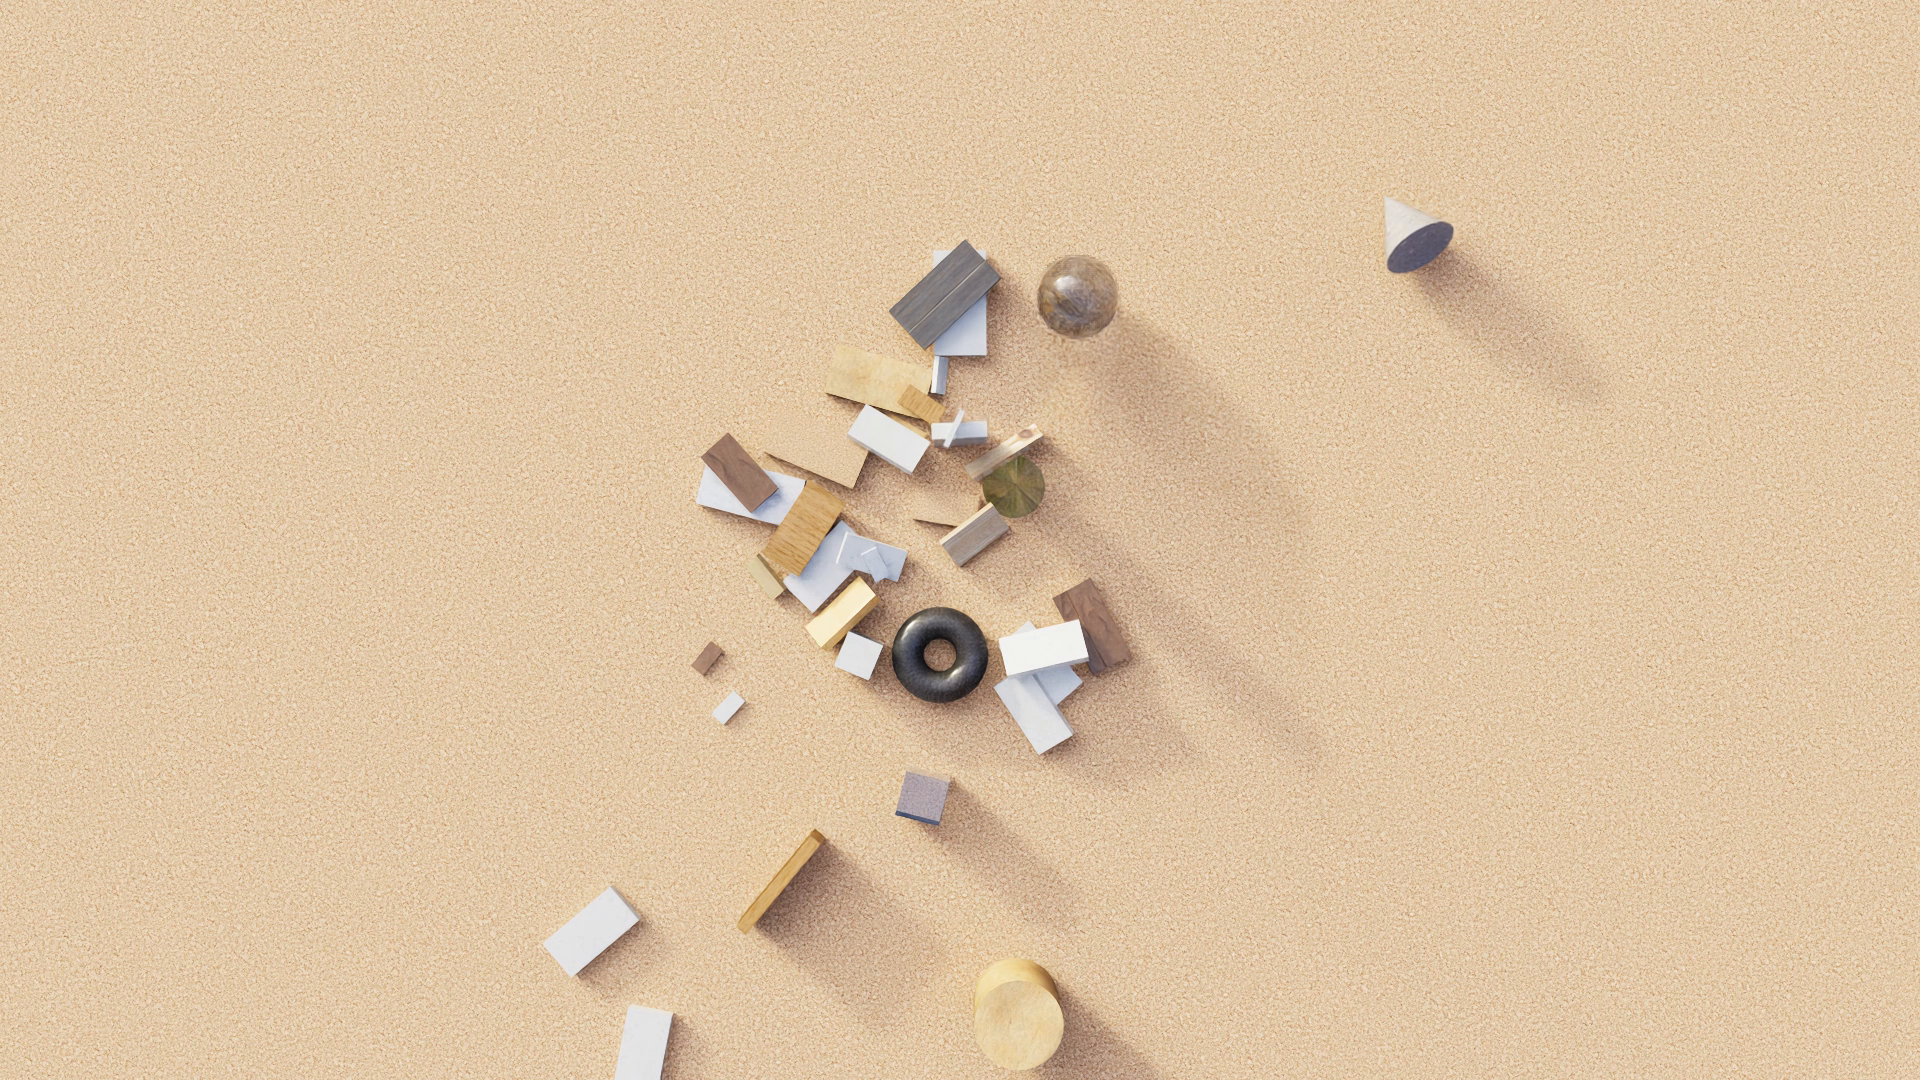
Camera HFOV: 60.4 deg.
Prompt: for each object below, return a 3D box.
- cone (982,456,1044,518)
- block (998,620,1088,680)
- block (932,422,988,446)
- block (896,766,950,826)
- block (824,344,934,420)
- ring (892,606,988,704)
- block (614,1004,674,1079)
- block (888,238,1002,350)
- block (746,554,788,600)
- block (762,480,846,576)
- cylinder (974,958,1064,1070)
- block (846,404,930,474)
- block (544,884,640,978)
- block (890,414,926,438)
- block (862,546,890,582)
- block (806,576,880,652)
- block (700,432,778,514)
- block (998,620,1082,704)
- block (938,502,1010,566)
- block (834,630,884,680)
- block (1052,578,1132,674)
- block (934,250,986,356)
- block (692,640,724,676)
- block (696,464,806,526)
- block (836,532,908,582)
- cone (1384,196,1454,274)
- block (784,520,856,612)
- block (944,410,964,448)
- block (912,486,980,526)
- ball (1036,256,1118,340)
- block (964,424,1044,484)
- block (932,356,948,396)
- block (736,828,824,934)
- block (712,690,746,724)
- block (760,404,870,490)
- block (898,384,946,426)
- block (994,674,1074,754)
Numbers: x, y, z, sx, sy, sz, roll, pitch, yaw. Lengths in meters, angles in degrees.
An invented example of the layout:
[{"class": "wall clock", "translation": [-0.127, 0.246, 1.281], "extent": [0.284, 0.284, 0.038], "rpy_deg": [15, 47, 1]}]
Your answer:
[{"class": "cone", "translation": [0.180, -0.178, 5.396], "extent": [0.208, 0.208, 0.208], "rpy_deg": [0, 90, 0]}, {"class": "block", "translation": [0.274, 0.360, 5.412], "extent": [0.271, 0.038, 0.135], "rpy_deg": [-13, 62, 1]}, {"class": "block", "translation": [-0.002, -0.343, 5.327], "extent": [0.173, 0.346, 0.049], "rpy_deg": [-3, 90, 0]}, {"class": "block", "translation": [-0.122, 0.839, 5.426], "extent": [0.147, 0.147, 0.147], "rpy_deg": [14, 90, 0]}, {"class": "block", "translation": [-0.268, -0.524, 5.476], "extent": [0.332, 0.047, 0.166], "rpy_deg": [16, 90, 0]}, {"class": "ring", "translation": [-0.066, 0.380, 5.447], "extent": [0.321, 0.107, 0.321], "rpy_deg": [0, 91, 1]}, {"class": "block", "translation": [-1.054, 1.705, 5.479], "extent": [0.147, 0.042, 0.293], "rpy_deg": [11, 90, 0]}, {"class": "block", "translation": [-0.050, -0.806, 5.427], "extent": [0.346, 0.049, 0.173], "rpy_deg": [-43, 90, 0]}, {"class": "block", "translation": [-0.643, 0.123, 5.469], "extent": [0.147, 0.021, 0.073], "rpy_deg": [51, 129, 0]}, {"class": "block", "translation": [-0.513, -0.039, 5.435], "extent": [0.144, 0.041, 0.288], "rpy_deg": [33, 89, -3]}, {"class": "cylinder", "translation": [0.187, 1.535, 5.358], "extent": [0.283, 0.283, 0.283], "rpy_deg": [0, 90, 0]}, {"class": "block", "translation": [-0.236, -0.331, 5.447], "extent": [0.247, 0.035, 0.123], "rpy_deg": [31, 71, 0]}, {"class": "block", "translation": [-1.222, 1.298, 5.479], "extent": [0.293, 0.042, 0.147], "rpy_deg": [-40, 90, 0]}, {"class": "block", "translation": [-0.184, -0.361, 5.491], "extent": [0.137, 0.017, 0.061], "rpy_deg": [29, 90, 0]}, {"class": "block", "translation": [-0.278, 0.081, 5.433], "extent": [0.053, 0.015, 0.106], "rpy_deg": [-28, 108, -6]}, {"class": "block", "translation": [-0.386, 0.244, 5.443], "extent": [0.247, 0.123, 0.035], "rpy_deg": [-44, 133, 0]}, {"class": "block", "translation": [-0.726, -0.221, 5.435], "extent": [0.123, 0.035, 0.247], "rpy_deg": [-42, 90, 0]}, {"class": "block", "translation": [0.267, 0.413, 5.481], "extent": [0.135, 0.038, 0.271], "rpy_deg": [-41, 90, 0]}, {"class": "block", "translation": [0.048, -0.017, 5.461], "extent": [0.213, 0.030, 0.107], "rpy_deg": [-37, 118, 0]}, {"class": "block", "translation": [-0.331, 0.378, 5.439], "extent": [0.121, 0.121, 0.121], "rpy_deg": [23, 90, 0]}, {"class": "block", "translation": [0.437, 0.287, 5.480], "extent": [0.144, 0.041, 0.288], "rpy_deg": [-28, 90, 0]}, {"class": "block", "translation": [0.000, -0.784, 5.476], "extent": [0.173, 0.049, 0.346], "rpy_deg": [0, 90, 0]}, {"class": "block", "translation": [-0.842, 0.393, 5.492], "extent": [0.053, 0.015, 0.106], "rpy_deg": [39, 90, 0]}, {"class": "block", "translation": [-0.693, -0.160, 5.476], "extent": [0.332, 0.047, 0.166], "rpy_deg": [15, 90, 0]}, {"class": "block", "translation": [-0.291, 0.056, 5.448], "extent": [0.213, 0.030, 0.107], "rpy_deg": [17, 98, -17]}, {"class": "cone", "translation": [1.461, -1.052, 5.446], "extent": [0.242, 0.242, 0.242], "rpy_deg": [-25, 63, 0]}, {"class": "block", "translation": [-0.439, 0.088, 5.480], "extent": [0.144, 0.041, 0.288], "rpy_deg": [44, 90, 0]}, {"class": "block", "translation": [-0.018, -0.345, 5.124], "extent": [0.017, 0.061, 0.121], "rpy_deg": [25, 90, 0]}, {"class": "block", "translation": [-0.049, -0.107, 5.485], "extent": [0.213, 0.030, 0.107], "rpy_deg": [9, 90, 0]}, {"class": "ball", "translation": [0.383, -0.787, 5.367], "extent": [0.266, 0.266, 0.266], "rpy_deg": [0, 90, 0]}, {"class": "block", "translation": [0.148, -0.288, 5.466], "extent": [0.274, 0.073, 0.021], "rpy_deg": [-32, 133, 0]}, {"class": "block", "translation": [-0.066, -0.545, 5.470], "extent": [0.017, 0.061, 0.121], "rpy_deg": [6, 90, 31]}, {"class": "block", "translation": [-0.590, 1.121, 5.427], "extent": [0.042, 0.147, 0.382], "rpy_deg": [40, 90, 0]}, {"class": "block", "translation": [-0.771, 0.558, 5.492], "extent": [0.053, 0.015, 0.106], "rpy_deg": [43, 90, 0]}, {"class": "block", "translation": [-0.475, -0.310, 5.476], "extent": [0.332, 0.047, 0.166], "rpy_deg": [23, 90, 0]}, {"class": "block", "translation": [-0.125, -0.444, 5.443], "extent": [0.147, 0.021, 0.073], "rpy_deg": [34, 90, 0]}, {"class": "block", "translation": [0.244, 0.560, 5.456], "extent": [0.135, 0.038, 0.271], "rpy_deg": [-33, 92, 17]}]
